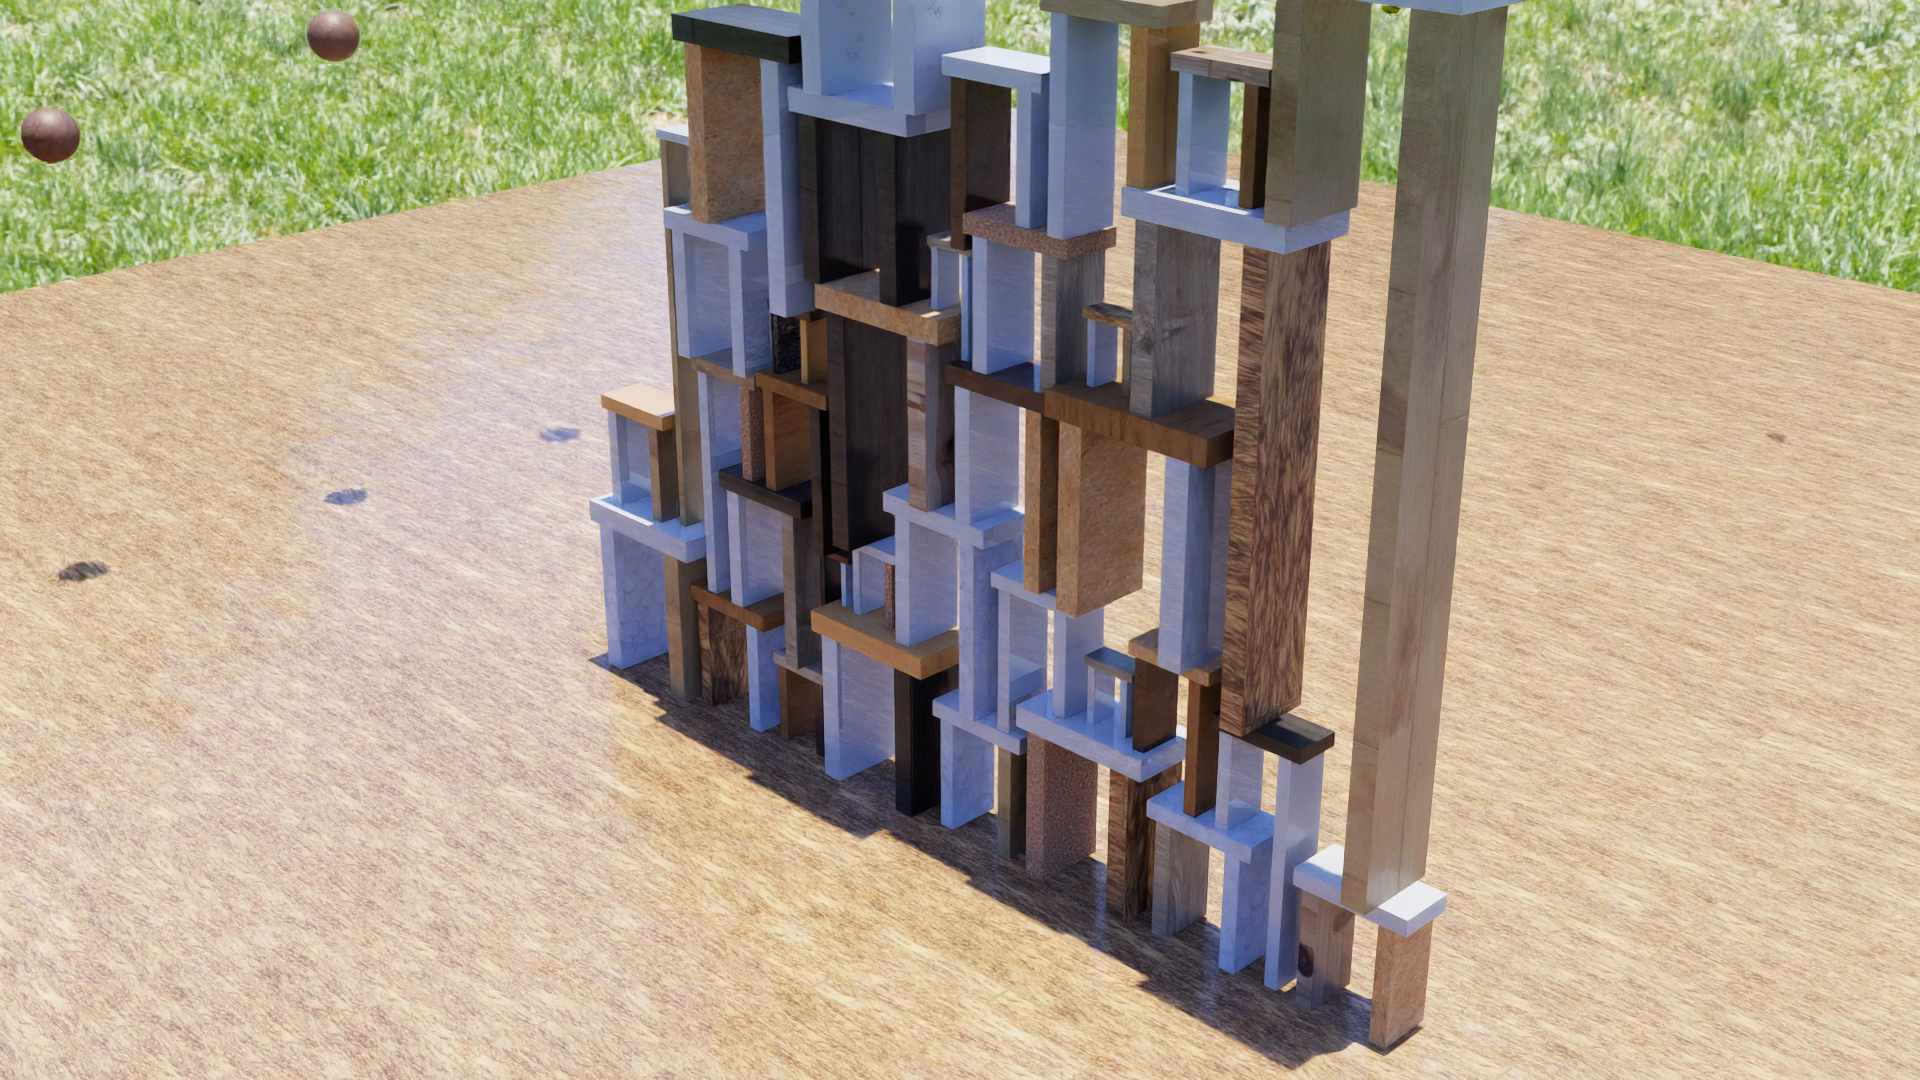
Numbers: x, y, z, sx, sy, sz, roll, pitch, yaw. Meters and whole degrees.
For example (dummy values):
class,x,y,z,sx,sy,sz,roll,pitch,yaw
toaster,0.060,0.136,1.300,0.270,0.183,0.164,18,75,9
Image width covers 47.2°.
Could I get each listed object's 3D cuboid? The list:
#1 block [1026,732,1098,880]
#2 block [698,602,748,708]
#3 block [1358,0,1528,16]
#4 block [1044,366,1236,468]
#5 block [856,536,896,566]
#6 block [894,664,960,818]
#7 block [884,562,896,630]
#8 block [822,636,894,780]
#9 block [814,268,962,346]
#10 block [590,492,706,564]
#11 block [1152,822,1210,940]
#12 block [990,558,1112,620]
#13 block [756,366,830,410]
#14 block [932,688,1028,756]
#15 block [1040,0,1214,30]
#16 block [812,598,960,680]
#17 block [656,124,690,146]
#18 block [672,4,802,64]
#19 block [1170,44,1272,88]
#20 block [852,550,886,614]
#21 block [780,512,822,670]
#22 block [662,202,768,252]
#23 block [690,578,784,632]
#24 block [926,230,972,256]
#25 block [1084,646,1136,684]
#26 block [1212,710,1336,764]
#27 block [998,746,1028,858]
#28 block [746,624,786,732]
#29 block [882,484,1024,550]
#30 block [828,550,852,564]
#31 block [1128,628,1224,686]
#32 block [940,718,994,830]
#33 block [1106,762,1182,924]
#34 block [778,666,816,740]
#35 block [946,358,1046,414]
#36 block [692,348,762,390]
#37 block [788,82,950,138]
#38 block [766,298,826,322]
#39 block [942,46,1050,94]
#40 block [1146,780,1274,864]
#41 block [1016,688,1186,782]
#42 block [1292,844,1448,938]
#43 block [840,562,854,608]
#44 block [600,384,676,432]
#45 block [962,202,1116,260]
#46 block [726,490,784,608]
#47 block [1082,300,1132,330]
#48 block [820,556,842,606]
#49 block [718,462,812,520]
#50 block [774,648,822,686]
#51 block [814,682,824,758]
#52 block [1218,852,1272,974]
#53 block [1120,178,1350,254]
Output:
class,x,y,z,sx,sy,sz,roll,pitch,yaw
block,0.197,0.485,4.222,0.044,0.309,0.154,21,31,41
block,-0.518,0.236,4.888,0.035,0.248,0.124,21,31,41
block,0.628,-0.817,3.189,0.349,0.049,0.175,21,31,40
block,0.338,-0.215,3.764,0.359,0.051,0.180,21,31,41
block,-0.151,0.013,4.401,0.071,0.020,0.142,-21,31,-40
block,-0.058,0.385,4.443,0.046,0.321,0.161,21,31,41
block,-0.117,0.101,4.402,0.020,0.142,0.071,21,31,40
block,-0.209,0.325,4.582,0.046,0.321,0.161,21,31,41
block,-0.099,-0.444,4.148,0.168,0.048,0.337,-21,31,-40
block,-0.651,-0.044,4.910,0.348,0.049,0.174,21,31,41
block,0.407,0.603,4.037,0.034,0.237,0.118,21,31,41
block,0.169,0.087,4.076,0.211,0.030,0.105,21,31,40
block,-0.300,-0.312,4.418,0.108,0.031,0.216,-21,31,-40
block,0.071,0.346,4.295,0.118,0.034,0.237,-21,31,-40
block,0.267,-0.867,3.556,0.258,0.037,0.129,21,31,41
block,-0.133,0.186,4.441,0.321,0.046,0.161,21,31,41
block,-0.552,-0.822,4.471,0.131,0.019,0.066,21,31,41
block,-0.375,-0.974,4.222,0.176,0.050,0.353,-21,31,-40
block,0.435,-0.742,3.438,0.097,0.027,0.193,-21,31,-41
block,-0.184,0.075,4.464,0.071,0.142,0.020,-21,31,-40
block,-0.308,0.089,4.604,0.037,0.347,0.130,21,31,41
block,-0.464,-0.640,4.451,0.135,0.038,0.269,-21,31,-40
block,-0.460,0.129,4.779,0.248,0.035,0.124,21,31,41
block,0.001,-0.538,3.986,0.117,0.017,0.058,21,31,40
block,0.288,0.227,4.005,0.116,0.016,0.058,21,31,41
block,0.538,0.326,3.779,0.095,0.027,0.191,-21,31,-41
block,0.127,0.493,4.296,0.118,0.237,0.034,-21,31,-41
block,-0.401,0.282,4.780,0.035,0.247,0.124,21,31,41
block,-0.004,-0.056,4.206,0.136,0.039,0.273,-21,31,-40
block,-0.243,0.025,4.497,0.049,0.014,0.097,-21,31,-40
block,0.396,0.203,3.874,0.092,0.026,0.184,-21,31,-40
block,0.016,0.449,4.399,0.034,0.237,0.118,21,31,41
block,0.342,0.542,4.088,0.044,0.309,0.154,21,31,41
block,-0.348,0.337,4.746,0.024,0.172,0.086,21,31,41
block,0.113,-0.287,3.976,0.265,0.037,0.132,21,31,40
block,-0.454,-0.358,4.560,0.203,0.029,0.102,21,31,41
block,-0.151,-0.802,4.052,0.160,0.045,0.320,-21,31,-40
block,-0.316,-0.463,4.372,0.066,0.019,0.132,-21,31,-40
block,0.093,-0.809,3.779,0.236,0.033,0.118,21,31,40
block,0.463,0.500,3.932,0.237,0.034,0.118,21,31,41
block,0.269,0.351,4.086,0.309,0.044,0.154,21,31,41
block,0.694,0.592,3.729,0.232,0.033,0.116,21,31,41
block,-0.220,0.085,4.498,0.014,0.097,0.049,21,31,41
block,-0.679,-0.293,4.835,0.219,0.031,0.109,21,31,41
block,0.138,-0.542,3.842,0.250,0.035,0.125,21,31,41
block,-0.431,0.001,4.700,0.037,0.261,0.131,21,31,41
block,0.276,-0.384,3.767,0.121,0.017,0.060,21,31,40
block,-0.266,0.145,4.573,0.049,0.268,0.014,-21,31,-40
block,-0.369,-0.112,4.585,0.261,0.037,0.131,21,31,41
block,-0.308,0.263,4.671,0.172,0.024,0.086,21,31,41
block,-0.267,0.369,4.672,0.024,0.172,0.086,21,31,41
block,0.518,0.647,3.934,0.034,0.237,0.118,21,31,41
block,0.438,-0.529,3.526,0.166,0.047,0.333,-21,31,-41
